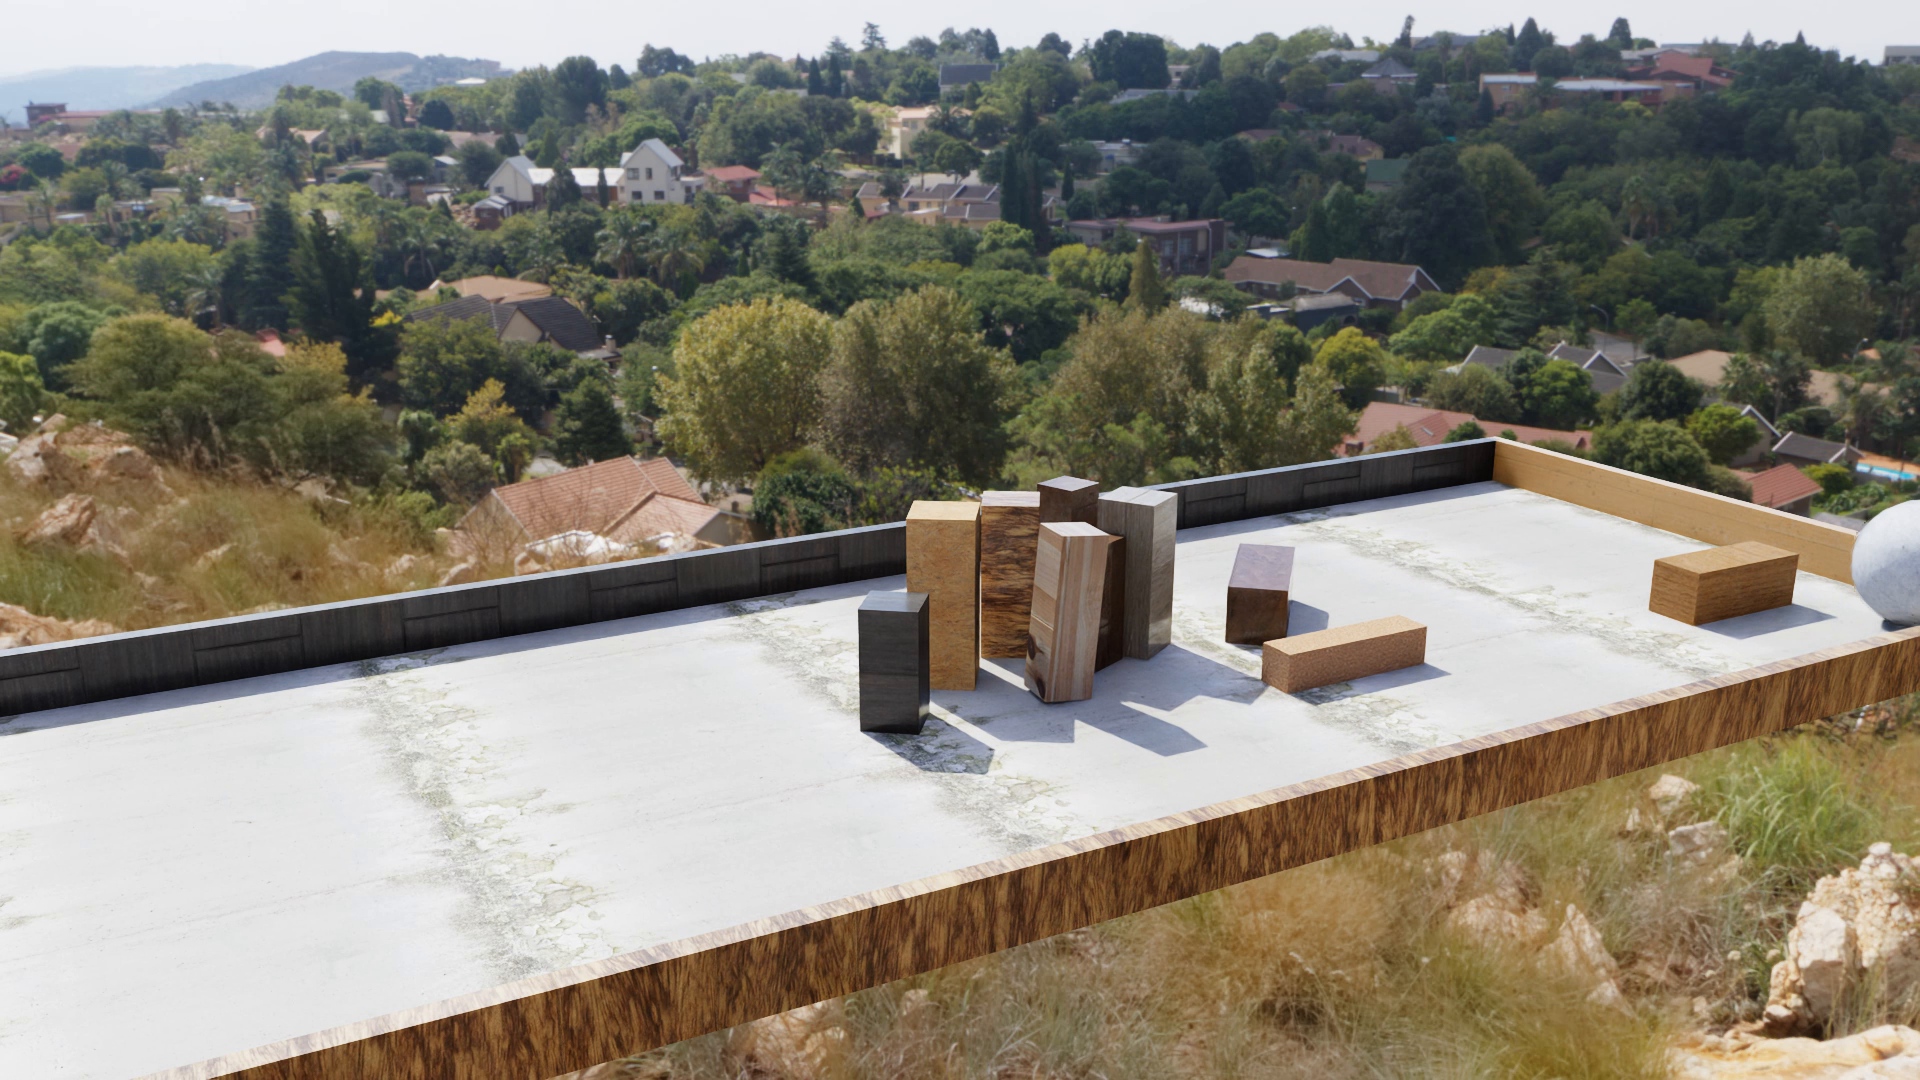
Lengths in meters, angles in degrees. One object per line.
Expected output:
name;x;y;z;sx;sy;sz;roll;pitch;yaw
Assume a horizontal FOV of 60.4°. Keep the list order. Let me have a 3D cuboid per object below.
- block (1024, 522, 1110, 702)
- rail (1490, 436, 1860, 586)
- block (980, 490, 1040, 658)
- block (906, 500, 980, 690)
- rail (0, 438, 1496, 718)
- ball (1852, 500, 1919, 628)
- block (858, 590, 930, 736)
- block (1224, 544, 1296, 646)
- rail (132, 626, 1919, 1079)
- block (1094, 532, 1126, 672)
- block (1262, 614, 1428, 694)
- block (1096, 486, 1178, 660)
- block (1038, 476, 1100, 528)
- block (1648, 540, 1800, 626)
block;0.257;0.174;4.010;0.124;0.415;0.124;-2;16;-24
rail;2.466;-0.048;5.253;0.050;0.150;2.100;-9;18;-27
block;0.132;0.090;4.318;0.148;0.411;0.148;1;16;3
block;-0.040;0.138;4.108;0.167;0.439;0.167;1;16;5
rail;-3.305;0.497;3.399;12.000;0.150;0.050;-9;18;-27
ball;2.632;0.066;4.497;0.357;0.357;0.357;0;16;0
block;-0.153;0.285;3.853;0.140;0.300;0.140;3;17;9
block;0.835;0.147;4.572;0.159;0.159;0.417;4;17;13
rail;-2.336;1.006;1.665;12.000;0.150;0.050;-9;18;-27
block;0.318;0.154;4.241;0.151;0.332;0.151;12;20;36
block;0.979;0.288;4.192;0.447;0.103;0.103;-9;18;-27
block;0.459;0.085;4.329;0.157;0.413;0.157;9;18;28
block;0.300;0.022;4.616;0.122;0.374;0.122;14;22;40
block;2.167;0.120;4.679;0.407;0.152;0.152;-8;18;-26
